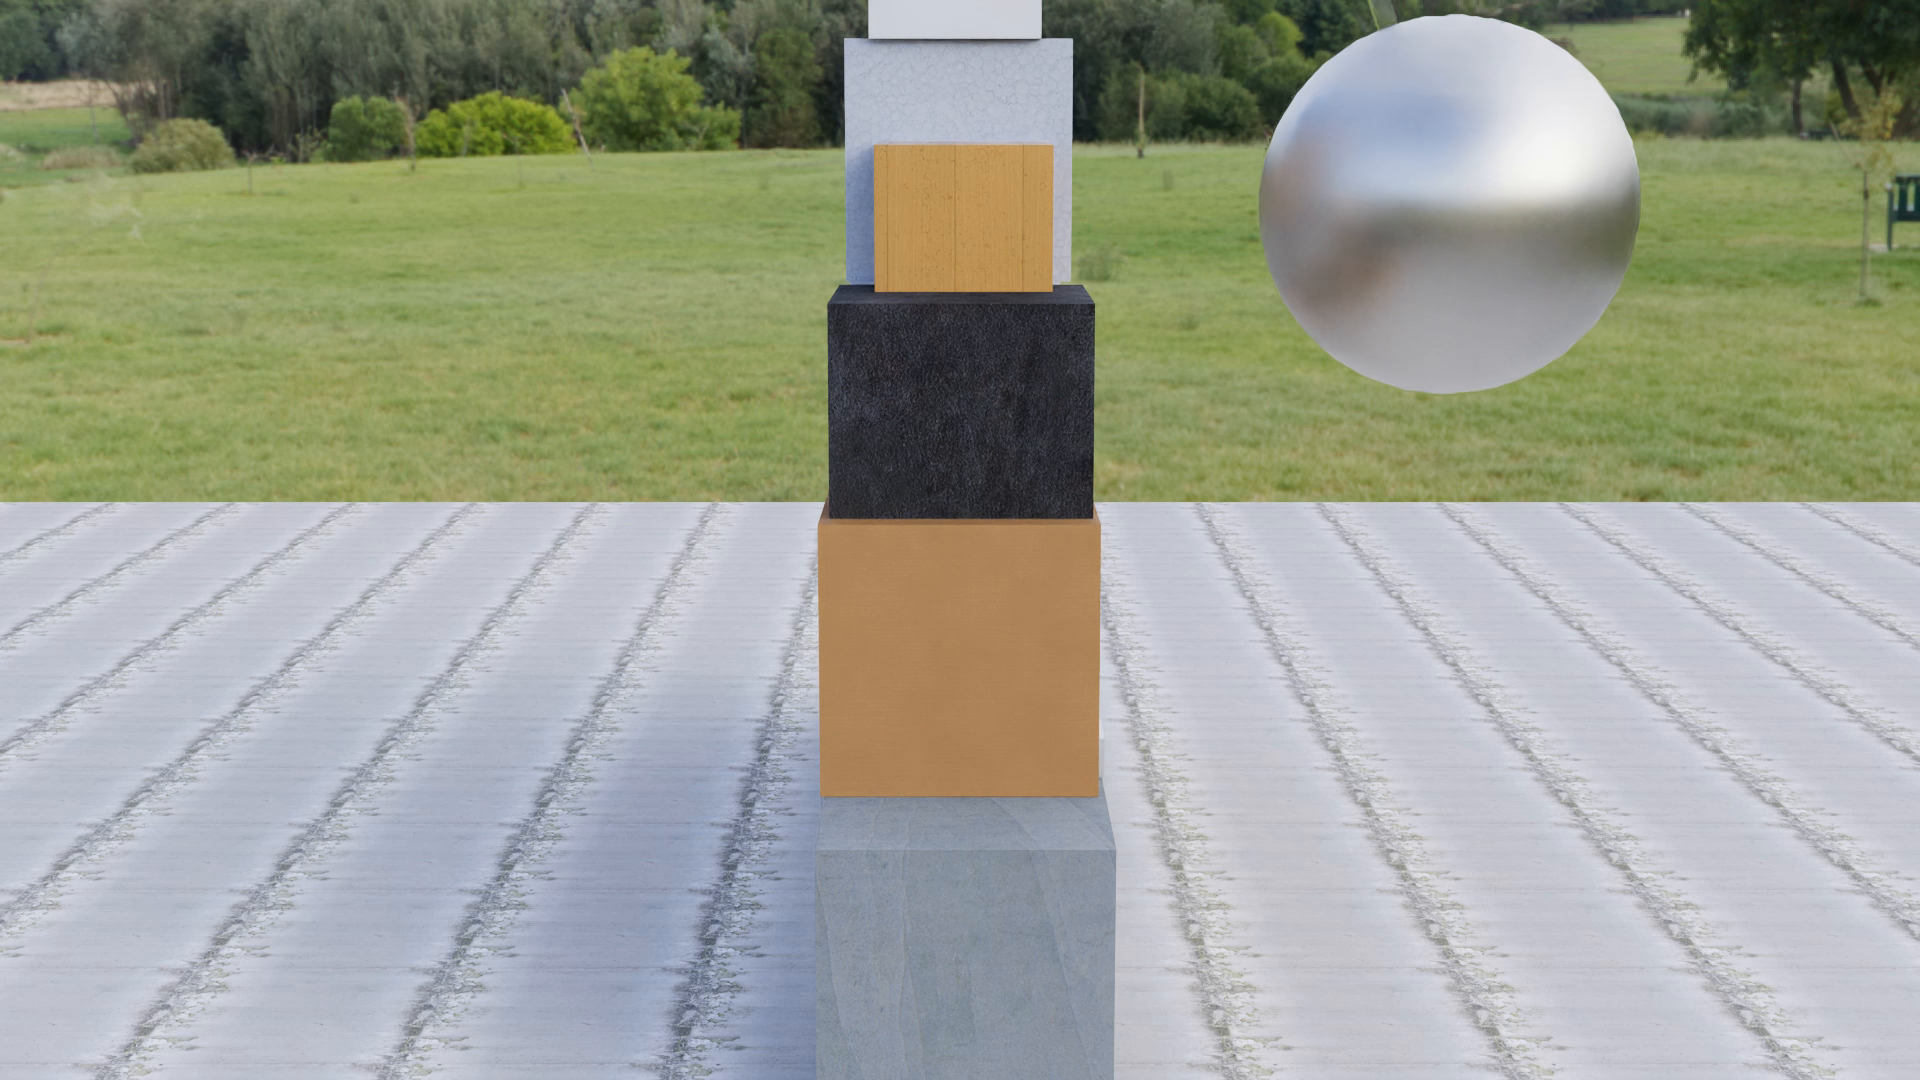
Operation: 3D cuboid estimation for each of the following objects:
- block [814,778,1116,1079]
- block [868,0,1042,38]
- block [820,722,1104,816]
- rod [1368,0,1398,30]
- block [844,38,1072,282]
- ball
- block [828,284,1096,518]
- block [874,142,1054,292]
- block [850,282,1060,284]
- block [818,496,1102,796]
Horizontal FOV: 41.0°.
[{"bbox_3d":[0.018,1.424,9.008,0.998,0.974,0.892,0,10,0],"label":"block"},{"bbox_3d":[-0.019,-2.310,10.113,0.665,0.657,0.590,0,11,0],"label":"block"},{"bbox_3d":[0.008,1.144,10.771,1.133,0.896,0.987,0,10,0],"label":"block"},{"bbox_3d":[0.899,-4.561,10.351,0.080,5.200,0.080,-20,10,4],"label":"rod"},{"bbox_3d":[-0.006,-1.563,10.459,0.885,0.940,0.899,0,11,0],"label":"block"},{"bbox_3d":[2.074,-1.422,10.922,1.600,1.600,1.600,0,10,0],"label":"ball"},{"bbox_3d":[0.004,-0.529,9.467,0.933,0.759,0.948,0,10,0],"label":"block"},{"bbox_3d":[0.014,-1.237,9.748,0.658,0.537,0.613,0,10,0],"label":"block"},{"bbox_3d":[-0.018,-0.677,10.391,0.824,0.776,0.909,0,11,0],"label":"block"},{"bbox_3d":[-0.002,0.339,9.539,0.988,0.976,1.058,0,10,0],"label":"block"}]
